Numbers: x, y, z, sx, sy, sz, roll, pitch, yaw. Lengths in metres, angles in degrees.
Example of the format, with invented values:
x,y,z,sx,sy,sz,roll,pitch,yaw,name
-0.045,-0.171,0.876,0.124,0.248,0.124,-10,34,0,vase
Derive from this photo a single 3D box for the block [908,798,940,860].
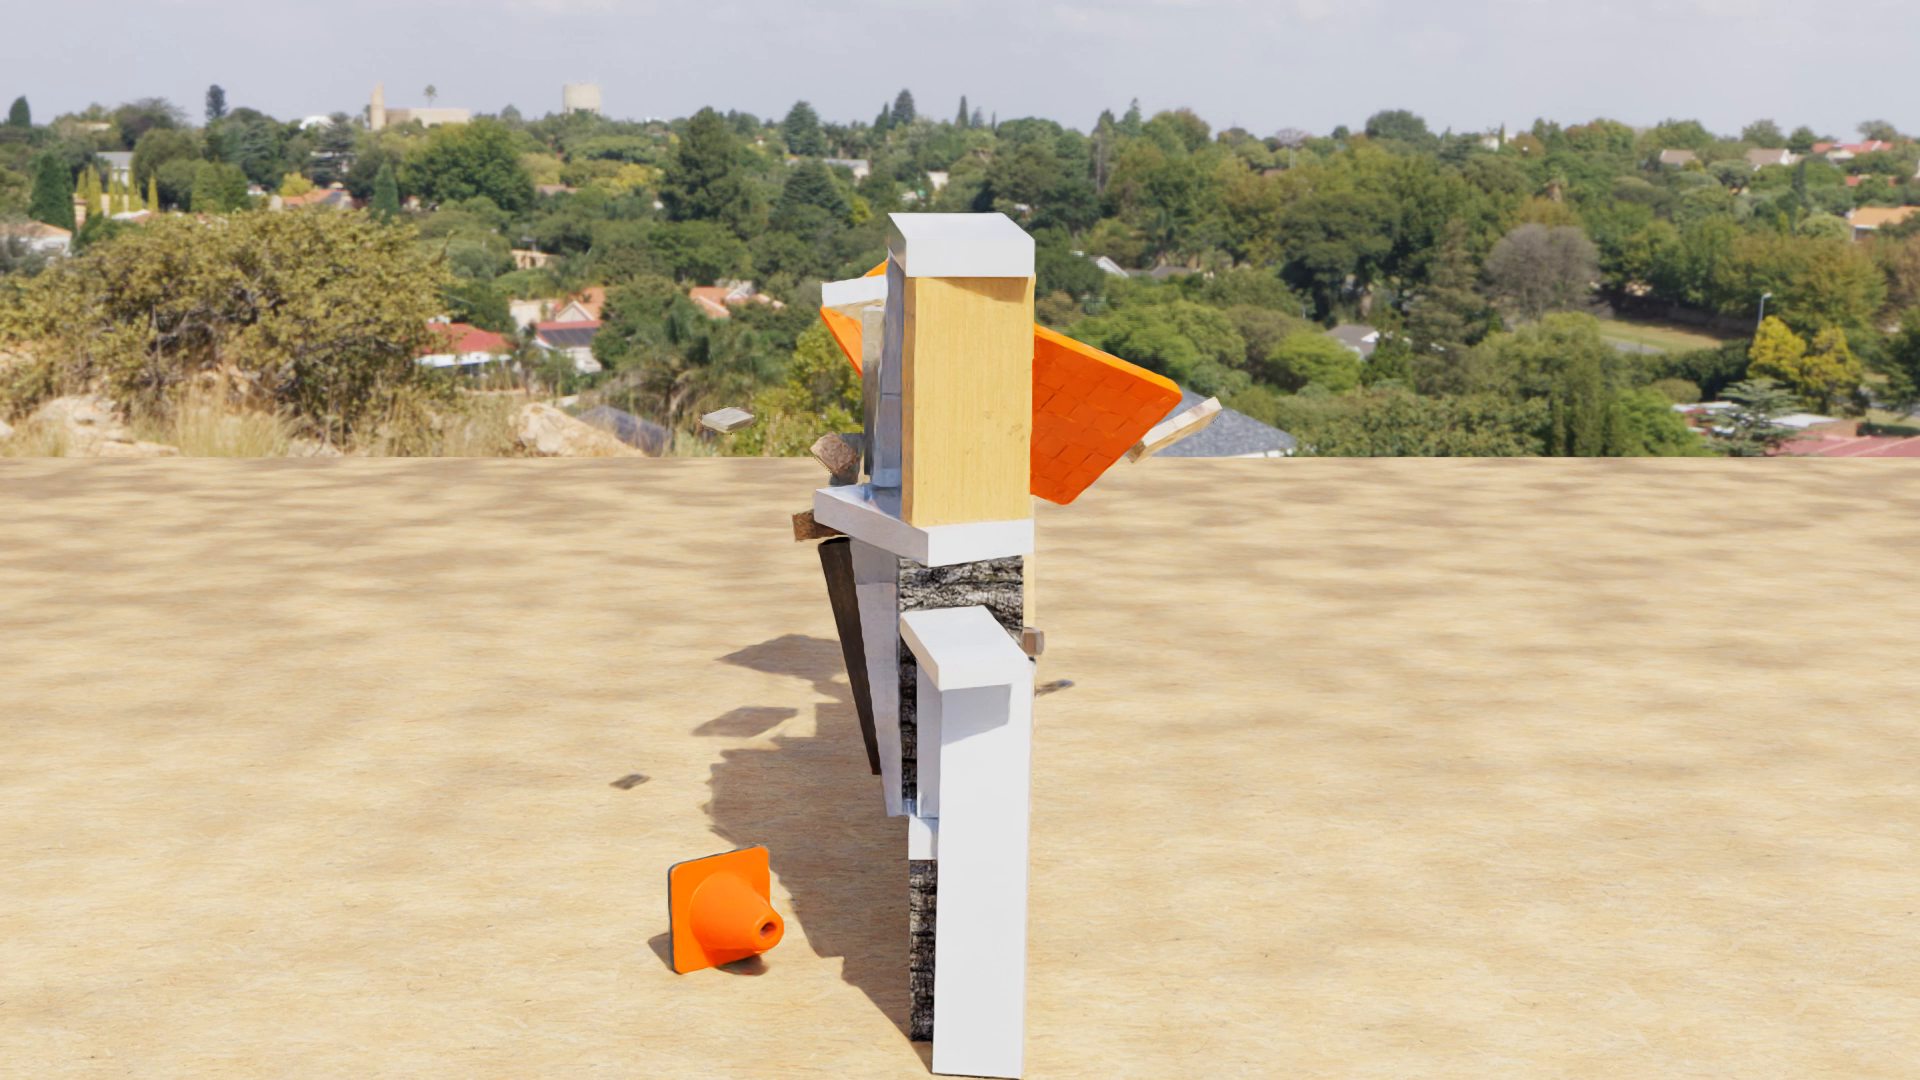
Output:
x,y,z,sx,sy,sz,roll,pitch,yaw,name
-0.001,0.391,3.127,0.138,0.039,0.275,0,11,0,block

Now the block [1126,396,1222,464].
x,y,z,sx,sy,sz,roll,pitch,yaw,name
0.422,-0.216,4.338,0.186,0.026,0.093,-27,-12,-21,block

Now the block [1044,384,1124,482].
x,y,z,sx,sy,sz,roll,pitch,yaw,name
0.230,-0.198,4.107,0.093,0.186,0.026,26,46,3,block

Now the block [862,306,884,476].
x,y,z,sx,sy,sz,roll,pitch,yaw,name
-0.087,-0.240,3.572,0.137,0.274,0.039,1,16,6,block

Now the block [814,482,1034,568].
x,y,z,sx,sy,sz,roll,pitch,yaw,name
-0.058,-0.029,3.221,0.172,0.049,0.345,-7,15,-30,block

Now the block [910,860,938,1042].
x,y,z,sx,sy,sz,roll,pitch,yaw,name
0.000,0.562,3.066,0.138,0.275,0.039,0,11,1,block

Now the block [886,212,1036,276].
x,y,z,sx,sy,sz,roll,pitch,yaw,name
-0.004,-0.424,3.140,0.175,0.049,0.349,0,14,-6,block

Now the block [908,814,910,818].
x,y,z,sx,sy,sz,roll,pitch,yaw,name
-0.021,0.505,3.544,0.099,0.197,0.028,-10,2,4,block

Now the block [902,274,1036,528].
x,y,z,sx,sy,sz,roll,pitch,yaw,name
0.010,-0.198,3.066,0.175,0.349,0.049,-5,16,-20,block

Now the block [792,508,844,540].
x,y,z,sx,sy,sz,roll,pitch,yaw,name
-0.148,-0.046,3.590,0.145,0.041,0.290,-7,5,20,block

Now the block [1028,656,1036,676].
x,y,z,sx,sy,sz,roll,pitch,yaw,name
0.046,0.361,4.020,0.152,0.304,0.043,5,6,-10,block

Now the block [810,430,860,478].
x,y,z,sx,sy,sz,roll,pitch,yaw,name
-0.200,-0.138,3.514,0.046,0.013,0.093,-41,41,-7,block

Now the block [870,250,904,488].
x,y,z,sx,sy,sz,roll,pitch,yaw,name
-0.033,-0.251,3.294,0.175,0.349,0.049,4,12,-7,block

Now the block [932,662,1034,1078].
x,y,z,sx,sy,sz,roll,pitch,yaw,name
0.032,0.441,2.962,0.120,0.554,0.034,2,0,9,block

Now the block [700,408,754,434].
x,y,z,sx,sy,sz,roll,pitch,yaw,name
-0.369,-0.191,3.498,0.046,0.013,0.093,21,19,17,block

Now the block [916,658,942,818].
x,y,z,sx,sy,sz,roll,pitch,yaw,name
0.001,0.263,3.046,0.120,0.239,0.034,0,7,0,block

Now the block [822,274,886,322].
x,y,z,sx,sy,sz,roll,pitch,yaw,name
-0.127,-0.410,3.771,0.137,0.039,0.274,-7,-4,15,block

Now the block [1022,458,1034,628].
x,y,z,sx,sy,sz,roll,pitch,yaw,name
0.055,0.006,3.985,0.154,0.309,0.044,-3,7,-22,block

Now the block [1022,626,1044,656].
x,y,z,sx,sy,sz,roll,pitch,yaw,name
0.033,0.170,4.101,0.152,0.043,0.304,-1,8,-17,block

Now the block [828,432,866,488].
x,y,z,sx,sy,sz,roll,pitch,yaw,name
-0.181,-0.127,3.546,0.046,0.093,0.013,-3,-21,37,block

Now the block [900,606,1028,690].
x,y,z,sx,sy,sz,roll,pitch,yaw,name
0.003,0.143,2.959,0.120,0.034,0.239,-5,16,-13,block

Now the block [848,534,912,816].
x,y,z,sx,sy,sz,roll,pitch,yaw,name
-0.055,0.195,3.377,0.172,0.441,0.049,-8,8,-1,block

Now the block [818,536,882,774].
x,y,z,sx,sy,sz,roll,pitch,yaw,name
-0.110,0.179,3.501,0.145,0.386,0.041,-8,12,23,block

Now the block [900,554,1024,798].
x,y,z,sx,sy,sz,roll,pitch,yaw,name
0.002,0.195,3.130,0.172,0.345,0.049,0,11,0,block
